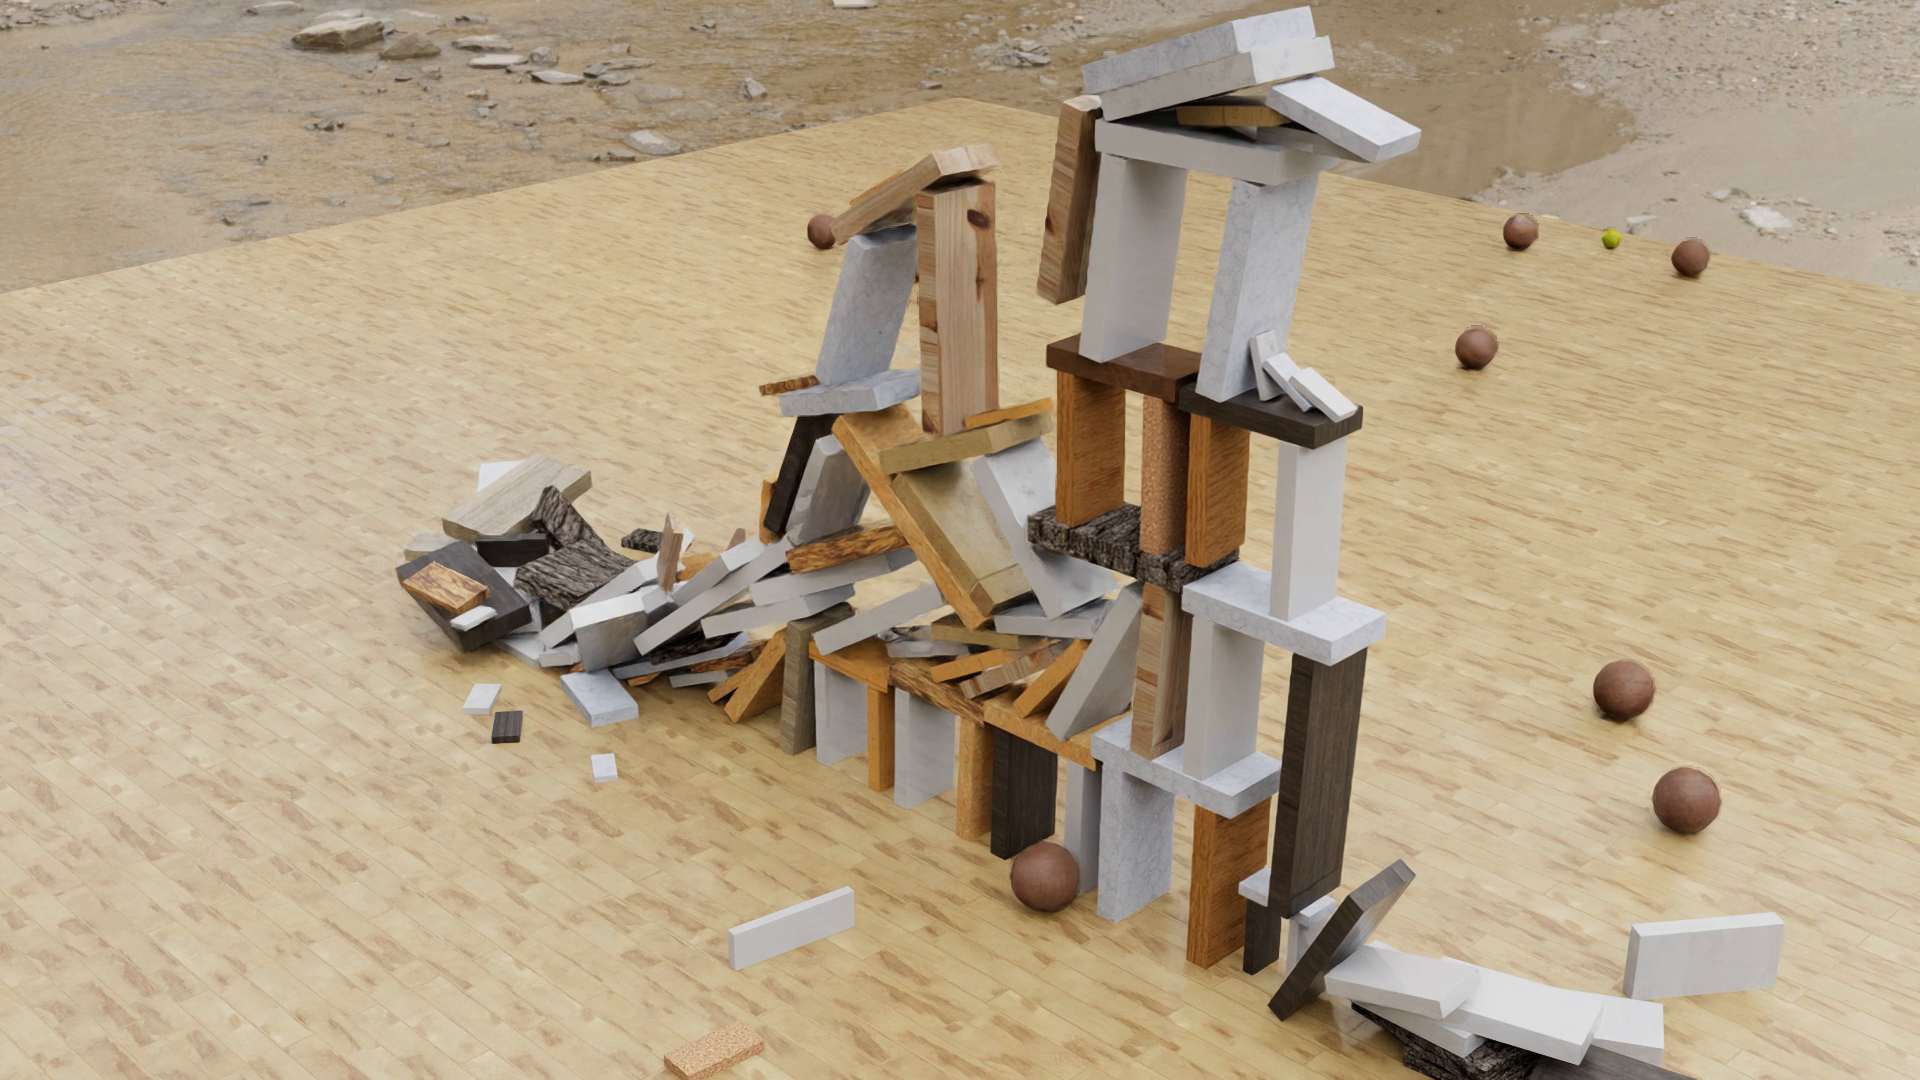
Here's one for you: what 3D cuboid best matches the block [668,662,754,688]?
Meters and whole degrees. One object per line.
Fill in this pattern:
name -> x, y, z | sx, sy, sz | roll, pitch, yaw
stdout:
block -> -0.556, 0.293, 4.945 | 0.187, 0.027, 0.094 | -11, 11, 41

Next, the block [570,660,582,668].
block -> -0.846, 0.273, 5.063 | 0.096, 0.014, 0.048 | -20, -3, -33

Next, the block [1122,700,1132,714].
block -> 0.303, 0.376, 4.847 | 0.147, 0.021, 0.073 | -21, 31, -41

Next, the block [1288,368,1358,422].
block -> 0.579, -0.232, 3.509 | 0.105, 0.015, 0.053 | 44, 43, 21

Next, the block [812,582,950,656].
block -> -0.104, 0.135, 4.396 | 0.175, 0.050, 0.434 | -21, -2, -40

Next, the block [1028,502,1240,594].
block -> 0.304, 0.000, 3.882 | 0.340, 0.048, 0.170 | 19, 30, 39

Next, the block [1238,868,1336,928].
block -> 0.574, 0.627, 3.862 | 0.077, 0.022, 0.154 | -21, 31, -40

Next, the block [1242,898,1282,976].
block -> 0.542, 0.694, 3.928 | 0.077, 0.154, 0.022 | -21, 31, -40

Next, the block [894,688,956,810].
block -> -0.071, 0.402, 4.469 | 0.134, 0.268, 0.038 | -21, 33, -41

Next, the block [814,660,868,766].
block -> -0.249, 0.347, 4.639 | 0.118, 0.237, 0.034 | -21, 31, -40

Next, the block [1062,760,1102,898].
block -> 0.261, 0.522, 4.166 | 0.142, 0.284, 0.040 | -21, 32, -40

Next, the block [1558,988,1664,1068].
block -> 1.063, 0.826, 3.765 | 0.266, 0.038, 0.133 | 6, 24, 14

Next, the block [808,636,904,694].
block -> -0.189, 0.245, 4.533 | 0.237, 0.034, 0.118 | 21, 31, 40

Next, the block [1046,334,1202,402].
block -> 0.300, -0.302, 3.759 | 0.281, 0.040, 0.140 | 20, 30, 39

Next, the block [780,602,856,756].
block -> -0.302, 0.293, 4.668 | 0.044, 0.310, 0.155 | 29, 35, 36

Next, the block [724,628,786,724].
block -> -0.385, 0.276, 4.760 | 0.155, 0.310, 0.044 | -22, 68, -41

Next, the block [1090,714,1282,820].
block -> 0.409, 0.395, 3.945 | 0.322, 0.046, 0.161 | 21, 31, 40

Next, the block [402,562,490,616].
block -> -1.196, 0.115, 5.119 | 0.193, 0.027, 0.096 | 21, 44, 33

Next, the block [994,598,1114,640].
block -> 0.194, 0.143, 4.068 | 0.124, 0.035, 0.247 | -21, 15, -42

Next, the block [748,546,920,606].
block -> -0.248, 0.059, 4.576 | 0.350, 0.050, 0.175 | -14, 6, 32

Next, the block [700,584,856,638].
block -> -0.389, 0.143, 4.682 | 0.310, 0.044, 0.155 | -13, 7, 38

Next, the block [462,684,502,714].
block -> -1.065, 0.355, 4.903 | 0.059, 0.017, 0.118 | 1, 23, 2

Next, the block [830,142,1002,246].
block -> -0.085, -0.637, 4.055 | 0.158, 0.045, 0.316 | -20, -4, -43

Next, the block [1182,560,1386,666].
block -> 0.541, 0.120, 3.689 | 0.308, 0.044, 0.154 | 21, 31, 40

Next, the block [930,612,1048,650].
block -> 0.066, 0.167, 4.216 | 0.228, 0.032, 0.114 | 6, 20, 44

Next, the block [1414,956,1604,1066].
block -> 0.898, 0.767, 3.596 | 0.271, 0.038, 0.135 | 13, 26, 27

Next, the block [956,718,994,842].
block -> 0.057, 0.452, 4.351 | 0.134, 0.268, 0.038 | -21, 34, -41

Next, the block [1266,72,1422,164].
block -> 0.572, -0.631, 3.285 | 0.106, 0.030, 0.211 | -24, 49, -38

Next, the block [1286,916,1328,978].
block -> 0.608, 0.721, 3.866 | 0.077, 0.154, 0.022 | -18, 29, -37

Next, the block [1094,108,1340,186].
block -> 0.409, -0.635, 3.515 | 0.354, 0.050, 0.177 | 20, 30, 38

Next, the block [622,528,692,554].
block -> -0.788, 0.007, 5.714 | 0.164, 0.023, 0.082 | 11, 25, 23

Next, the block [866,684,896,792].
block -> -0.136, 0.391, 4.536 | 0.118, 0.237, 0.034 | -21, 31, -41

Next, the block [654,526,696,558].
block -> -0.751, 0.097, 5.325 | 0.047, 0.165, 0.330 | 36, 25, -5

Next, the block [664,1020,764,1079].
block -> -0.414, 0.863, 3.699 | 0.151, 0.021, 0.076 | -18, 29, -36

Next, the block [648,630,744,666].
block -> -0.585, 0.228, 4.873 | 0.193, 0.027, 0.096 | -16, 12, 25

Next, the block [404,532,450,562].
block -> -1.297, 0.022, 5.665 | 0.236, 0.033, 0.118 | 2, 23, 5

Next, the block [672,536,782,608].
block -> -0.503, 0.065, 4.748 | 0.148, 0.042, 0.297 | -28, -3, -33

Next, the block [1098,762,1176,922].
block -> 0.330, 0.535, 4.087 | 0.046, 0.322, 0.161 | 21, 31, 40

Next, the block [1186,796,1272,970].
block -> 0.483, 0.594, 3.947 | 0.046, 0.322, 0.161 | 22, 31, 40

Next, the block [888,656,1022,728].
block -> -0.002, 0.287, 4.344 | 0.268, 0.038, 0.134 | 21, 31, 40

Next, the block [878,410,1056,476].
block -> 0.009, -0.184, 4.128 | 0.161, 0.046, 0.321 | -21, 7, -40

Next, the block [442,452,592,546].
block -> -1.103, -0.095, 5.494 | 0.177, 0.050, 0.355 | 18, 39, 26

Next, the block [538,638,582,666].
block -> -0.860, 0.243, 5.094 | 0.107, 0.030, 0.214 | -6, 12, 39

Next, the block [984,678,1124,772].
block -> 0.197, 0.347, 4.161 | 0.284, 0.040, 0.142 | 21, 31, 40

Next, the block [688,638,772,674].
block -> -0.506, 0.258, 4.874 | 0.187, 0.027, 0.094 | -11, 15, 43

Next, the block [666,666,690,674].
block -> -0.617, 0.280, 5.012 | 0.055, 0.016, 0.111 | -27, 6, -41

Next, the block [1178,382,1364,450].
block -> 0.505, -0.216, 3.587 | 0.270, 0.038, 0.135 | 21, 31, 39

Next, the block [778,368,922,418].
block -> -0.202, -0.290, 4.312 | 0.155, 0.044, 0.310 | -23, 15, -38

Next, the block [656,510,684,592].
block -> -0.633, 0.025, 4.795 | 0.023, 0.162, 0.081 | 1, 39, -20

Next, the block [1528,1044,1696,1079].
block -> 1.071, 0.888, 3.511 | 0.289, 0.041, 0.144 | 14, 27, 30

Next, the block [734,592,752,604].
block -> -0.502, 0.156, 5.363 | 0.166, 0.024, 0.083 | 11, 25, 24

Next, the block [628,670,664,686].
block -> -0.703, 0.300, 5.007 | 0.055, 0.016, 0.111 | -14, 13, 32

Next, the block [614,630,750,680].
block -> -0.629, 0.259, 4.950 | 0.333, 0.027, 0.096 | -13, 13, 34

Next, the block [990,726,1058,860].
block -> 0.127, 0.469, 4.289 | 0.040, 0.284, 0.142 | 23, 32, 40

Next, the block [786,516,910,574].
block -> -0.168, -0.007, 4.453 | 0.350, 0.050, 0.175 | -13, 7, 40

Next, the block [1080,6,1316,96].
block -> 0.370, -0.767, 3.456 | 0.173, 0.049, 0.346 | -20, 11, -36

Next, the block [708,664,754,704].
block -> -0.472, 0.303, 4.869 | 0.094, 0.027, 0.187 | -24, -6, -44

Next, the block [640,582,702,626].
block -> -0.663, 0.154, 5.111 | 0.153, 0.043, 0.307 | -7, -12, -9
